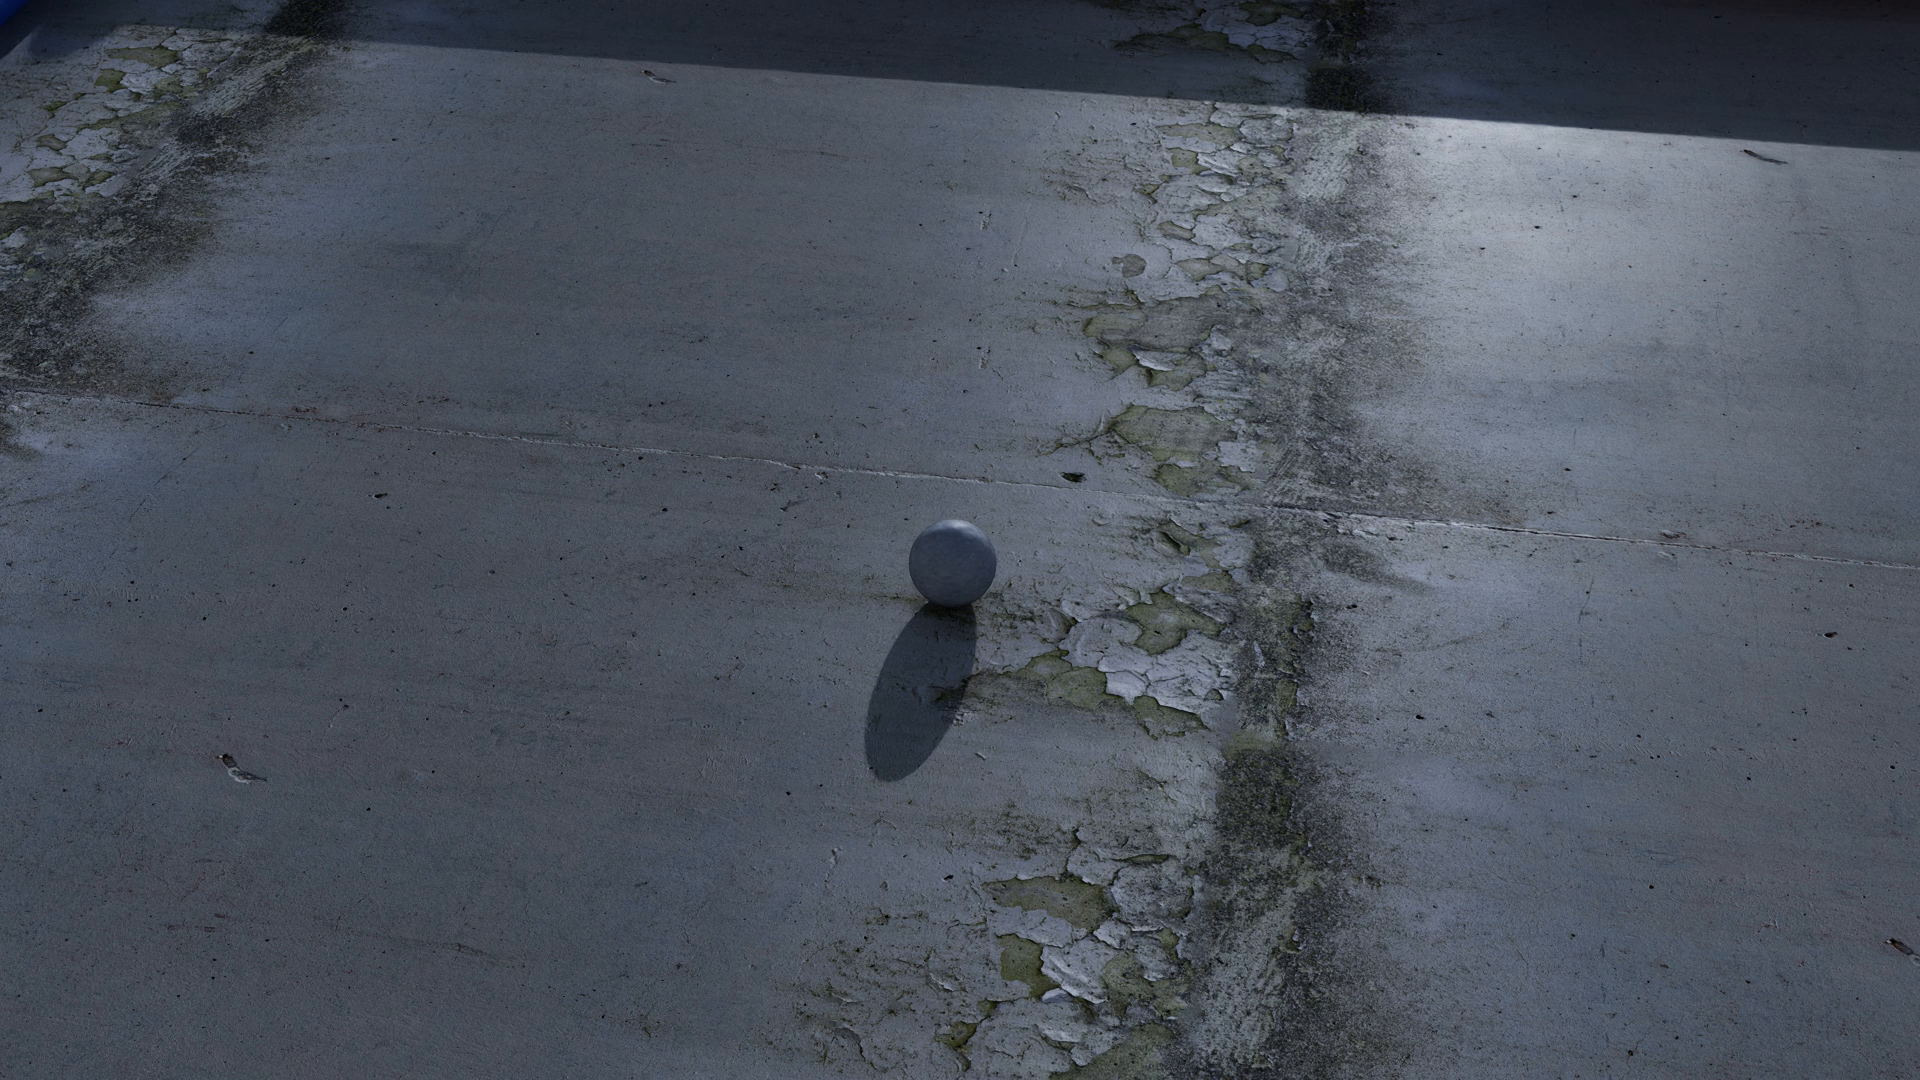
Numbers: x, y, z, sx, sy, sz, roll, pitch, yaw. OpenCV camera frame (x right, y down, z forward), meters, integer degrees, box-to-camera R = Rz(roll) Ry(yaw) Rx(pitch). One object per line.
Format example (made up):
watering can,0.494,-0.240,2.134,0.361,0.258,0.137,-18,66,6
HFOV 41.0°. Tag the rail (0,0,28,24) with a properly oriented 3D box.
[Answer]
rail,-1.027,-0.115,1.844,0.045,0.112,2.277,5,36,8

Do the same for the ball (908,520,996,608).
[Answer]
ball,-0.005,0.016,1.708,0.059,0.059,0.059,0,35,0
